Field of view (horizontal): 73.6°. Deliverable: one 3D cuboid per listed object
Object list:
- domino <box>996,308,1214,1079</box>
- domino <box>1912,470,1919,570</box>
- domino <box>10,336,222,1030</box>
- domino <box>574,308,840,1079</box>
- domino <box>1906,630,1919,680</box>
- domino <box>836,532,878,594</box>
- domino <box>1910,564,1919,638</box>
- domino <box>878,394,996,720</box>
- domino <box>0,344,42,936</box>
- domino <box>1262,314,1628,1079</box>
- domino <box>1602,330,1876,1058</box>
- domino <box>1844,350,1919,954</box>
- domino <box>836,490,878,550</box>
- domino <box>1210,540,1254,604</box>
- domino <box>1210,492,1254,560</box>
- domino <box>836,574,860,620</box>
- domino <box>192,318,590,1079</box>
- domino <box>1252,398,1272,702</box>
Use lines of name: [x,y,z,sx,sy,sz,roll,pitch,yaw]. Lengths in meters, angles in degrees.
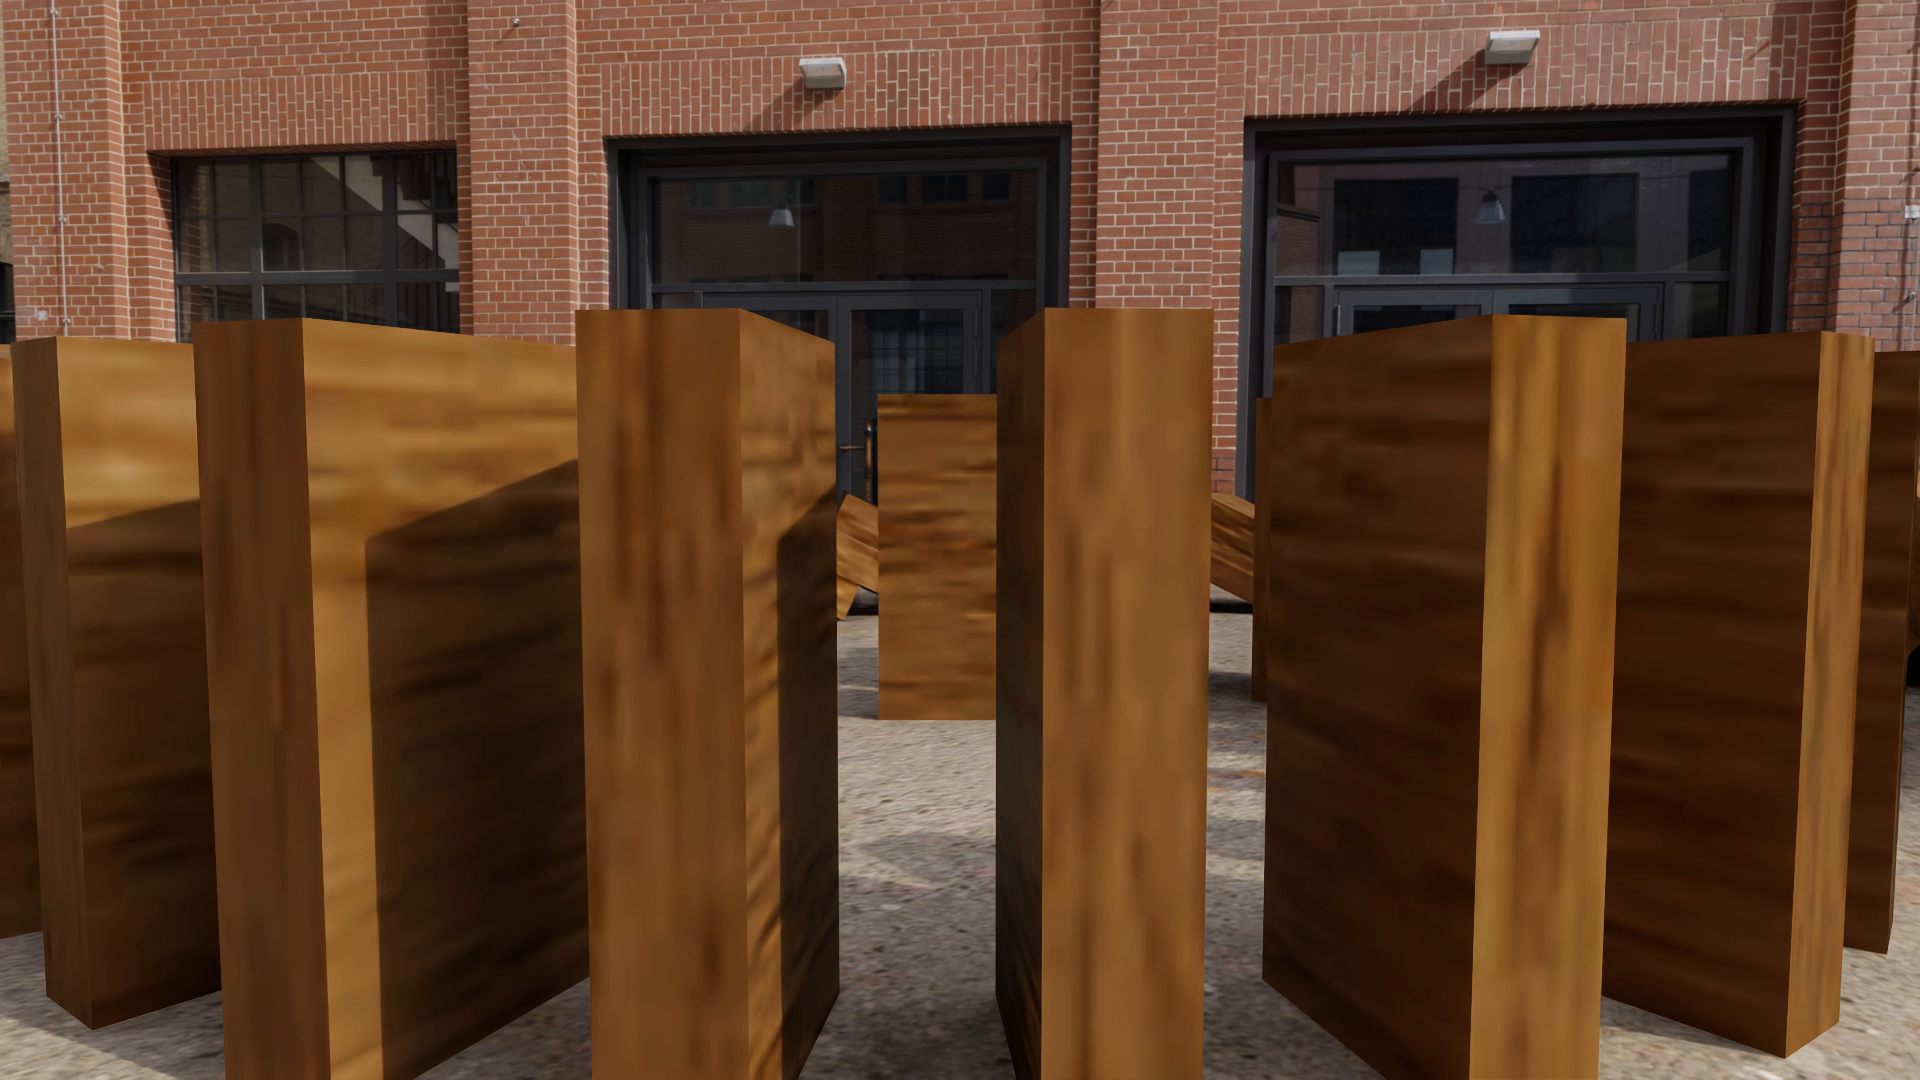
domino: [0.008,0.011,0.085,0.010,0.050,0.025,0,4,-4]
domino: [0.180,0.007,0.215,0.025,0.009,0.050,-1,42,-18]
domino: [-0.059,0.010,0.104,0.009,0.050,0.025,3,5,38]
domino: [-0.015,0.011,0.086,0.009,0.050,0.025,0,4,7]
domino: [0.170,0.005,0.245,0.025,0.009,0.050,-1,42,-17]
domino: [-0.031,0.004,0.322,0.050,0.009,0.025,25,-5,-20]
domino: [0.176,0.006,0.230,0.025,0.009,0.050,-2,42,-18]
domino: [0.000,0.002,0.201,0.025,0.050,0.009,0,4,0]
domino: [-0.074,0.008,0.117,0.025,0.050,0.009,-4,16,-40]
domino: [0.032,0.011,0.090,0.009,0.050,0.025,-1,4,-16]
domino: [0.054,0.010,0.100,0.009,0.050,0.025,-3,5,-37]
domino: [0.070,0.009,0.117,0.025,0.050,0.009,3,5,38]
domino: [-0.009,0.002,0.333,0.050,0.009,0.025,26,1,-8]
domino: [0.063,0.003,0.335,0.050,0.009,0.025,27,12,15]
domino: [0.086,0.003,0.329,0.050,0.009,0.025,29,15,20]
domino: [-0.052,0.004,0.310,0.050,0.010,0.025,26,-8,-26]
domino: [-0.039,0.011,0.092,0.010,0.050,0.025,2,5,23]
domino: [0.058,0.001,0.220,0.009,0.050,0.025,2,5,26]
